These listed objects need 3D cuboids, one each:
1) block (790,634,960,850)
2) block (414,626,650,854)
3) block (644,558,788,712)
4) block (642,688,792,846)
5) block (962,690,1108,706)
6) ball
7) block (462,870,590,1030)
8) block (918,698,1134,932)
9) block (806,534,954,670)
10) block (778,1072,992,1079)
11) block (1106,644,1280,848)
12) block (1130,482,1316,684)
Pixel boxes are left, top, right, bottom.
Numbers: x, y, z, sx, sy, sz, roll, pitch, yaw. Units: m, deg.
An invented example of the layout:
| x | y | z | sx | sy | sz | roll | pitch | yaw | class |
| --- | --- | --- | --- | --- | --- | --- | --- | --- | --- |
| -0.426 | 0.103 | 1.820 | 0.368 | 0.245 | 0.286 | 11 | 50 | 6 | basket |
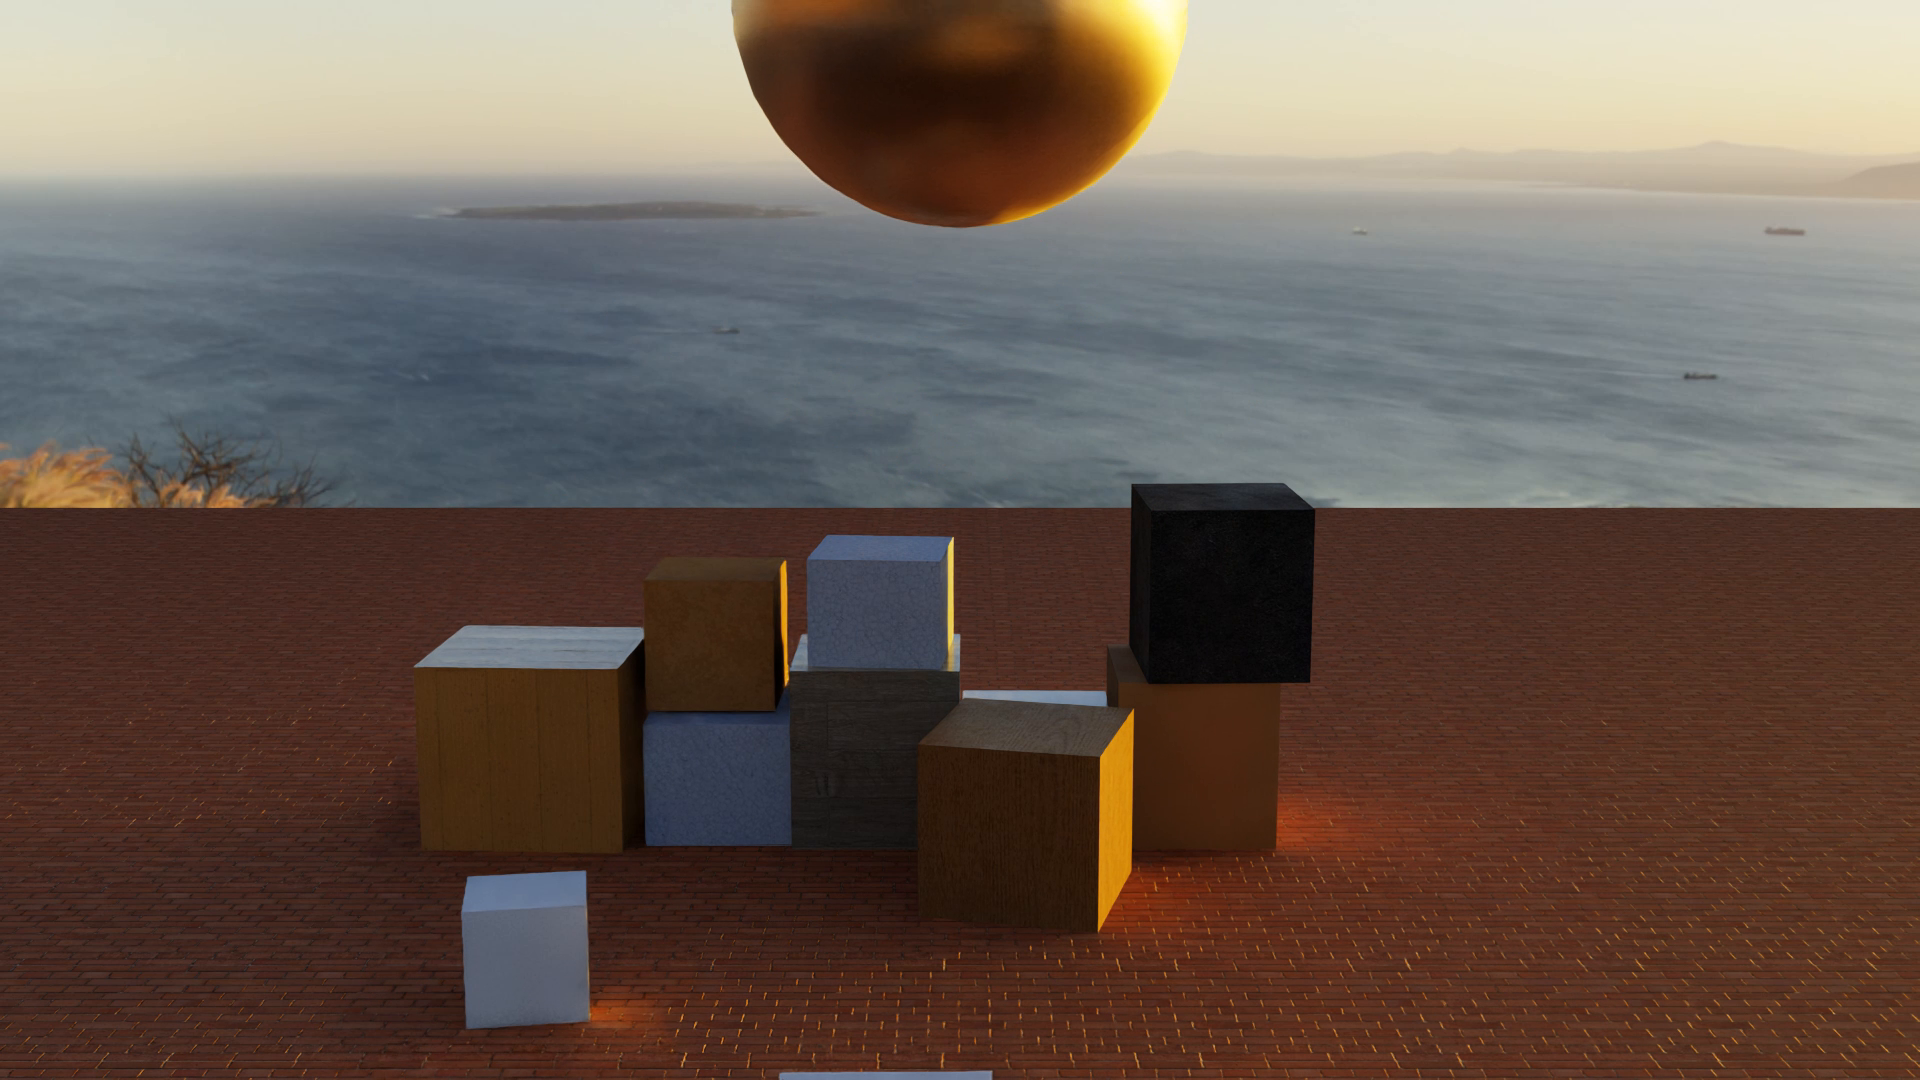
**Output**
| x | y | z | sx | sy | sz | roll | pitch | yaw | class |
| --- | --- | --- | --- | --- | --- | --- | --- | --- | --- |
| -0.421 | 1.026 | 11.357 | 0.841 | 0.919 | 0.833 | 0 | 10 | 0 | block |
| -2.167 | 1.011 | 11.370 | 1.016 | 0.944 | 0.941 | 0 | 10 | 3 | block |
| -1.265 | 0.482 | 11.492 | 0.657 | 0.675 | 0.707 | 0 | 9 | 1 | block |
| -1.218 | 1.165 | 11.401 | 0.736 | 0.629 | 0.755 | 0 | 10 | 0 | block |
| 0.390 | 1.173 | 11.422 | 0.760 | 0.606 | 0.774 | 0 | 10 | 1 | block |
| 0.000 | -1.899 | 7.685 | 1.600 | 1.600 | 1.600 | 0 | 10 | 0 | ball |
| -1.770 | 1.671 | 9.002 | 0.487 | 0.492 | 0.432 | -2 | 10 | -9 | block |
| 0.321 | 1.267 | 10.317 | 0.839 | 0.816 | 0.871 | 3 | 11 | 14 | block |
| -0.397 | 0.307 | 11.223 | 0.664 | 0.544 | 0.686 | 1 | 10 | 5 | block |
| -0.224 | 2.036 | 6.507 | 0.655 | 0.666 | 0.710 | 0 | 10 | -1 | block |
| 1.186 | 1.052 | 11.382 | 0.803 | 0.858 | 0.853 | 0 | 10 | 0 | block |
| 1.317 | 0.205 | 11.213 | 0.804 | 0.869 | 0.850 | 0 | 10 | -2 | block |
